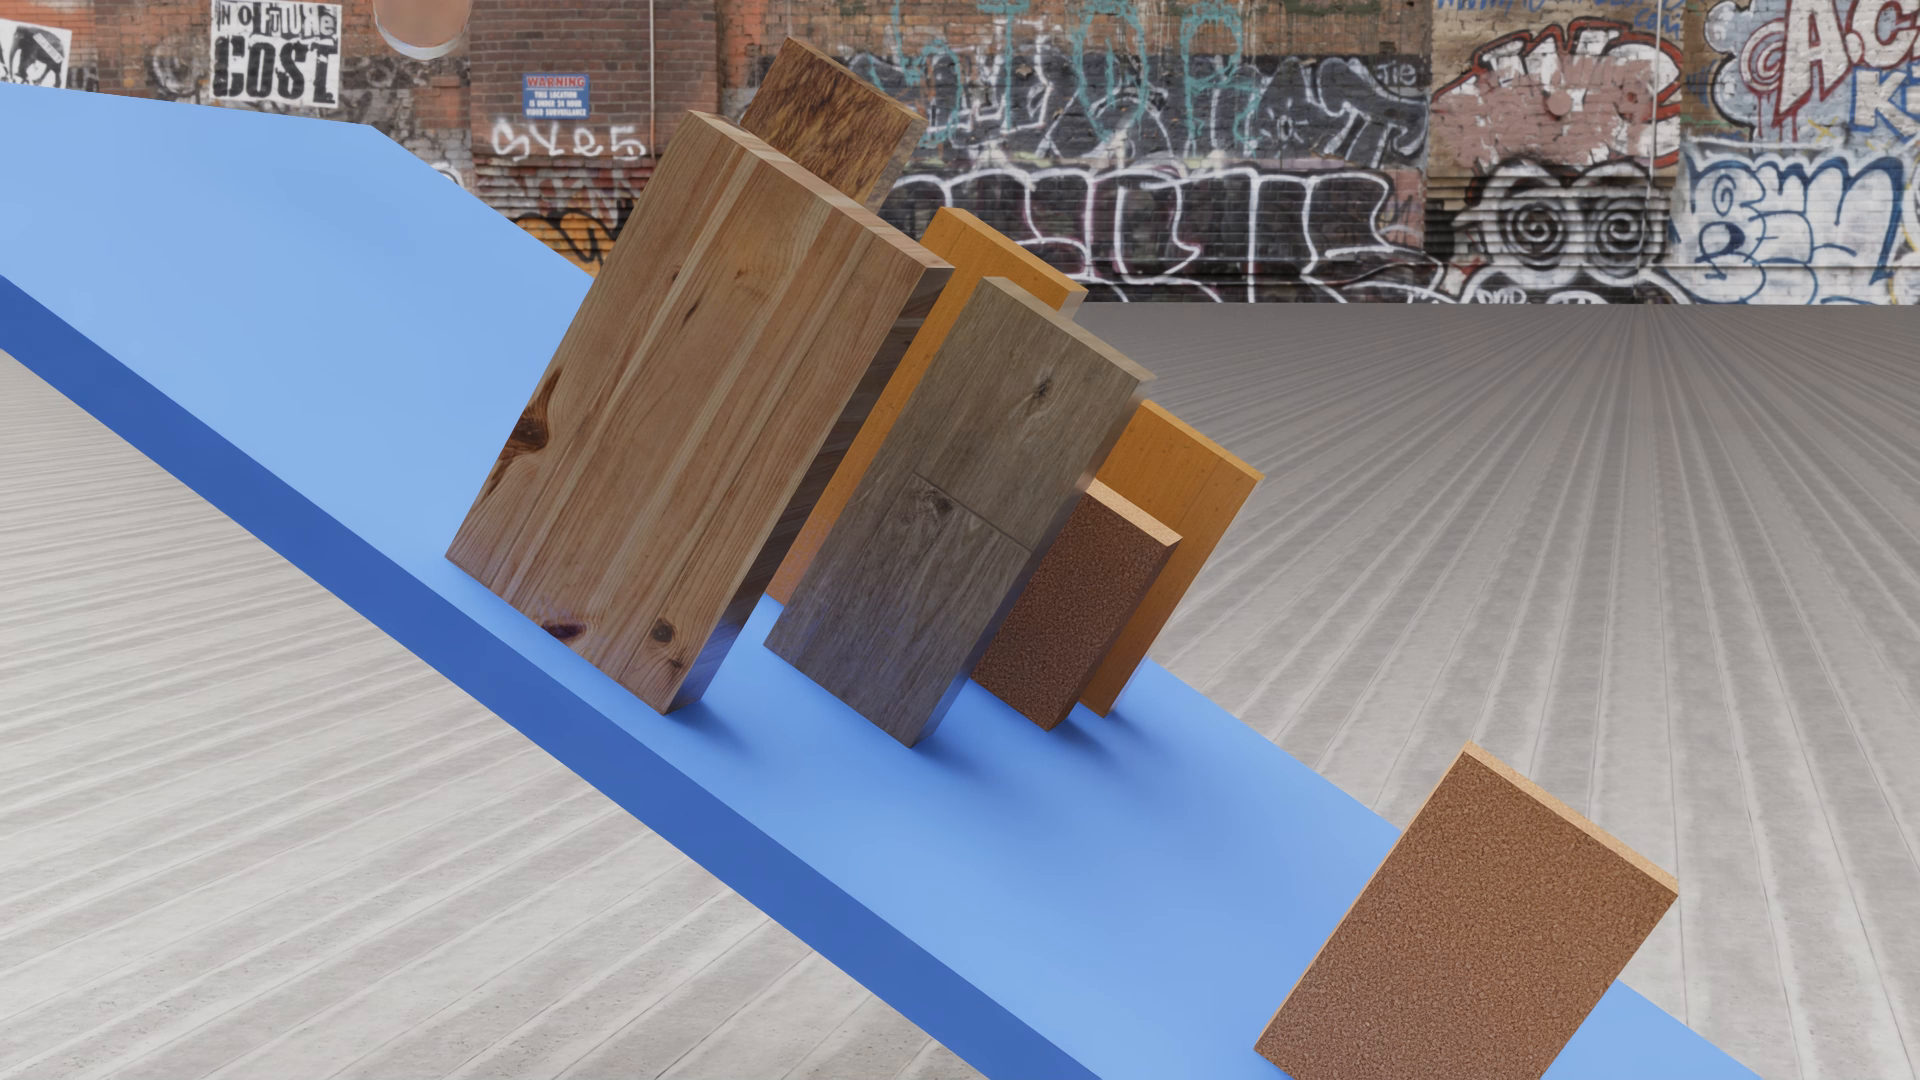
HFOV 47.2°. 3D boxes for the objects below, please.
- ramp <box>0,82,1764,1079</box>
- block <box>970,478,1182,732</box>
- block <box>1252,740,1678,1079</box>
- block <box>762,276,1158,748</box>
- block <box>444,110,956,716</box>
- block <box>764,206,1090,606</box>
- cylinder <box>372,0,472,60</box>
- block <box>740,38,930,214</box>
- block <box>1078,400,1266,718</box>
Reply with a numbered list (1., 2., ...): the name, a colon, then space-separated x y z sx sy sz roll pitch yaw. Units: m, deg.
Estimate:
1. ramp: -0.148 0.246 4.110 4.000 0.100 2.000 34 15 11
2. block: 0.181 0.101 4.201 0.284 0.427 0.150 34 15 11
3. block: 0.754 0.641 3.309 0.362 0.573 0.087 34 15 11
4. block: -0.005 -0.046 3.698 0.311 0.736 0.136 34 15 11
5. block: -0.397 -0.186 3.283 0.426 0.782 0.138 34 15 11
6. block: -0.096 -0.196 3.949 0.275 0.763 0.136 34 15 11
7. cylinder: -1.136 -1.130 4.648 0.202 0.202 0.202 -2 5 -14
8. block: -0.417 -0.720 5.020 0.348 0.754 0.121 34 15 11
9. block: 0.333 0.038 4.417 0.283 0.574 0.103 34 15 11
